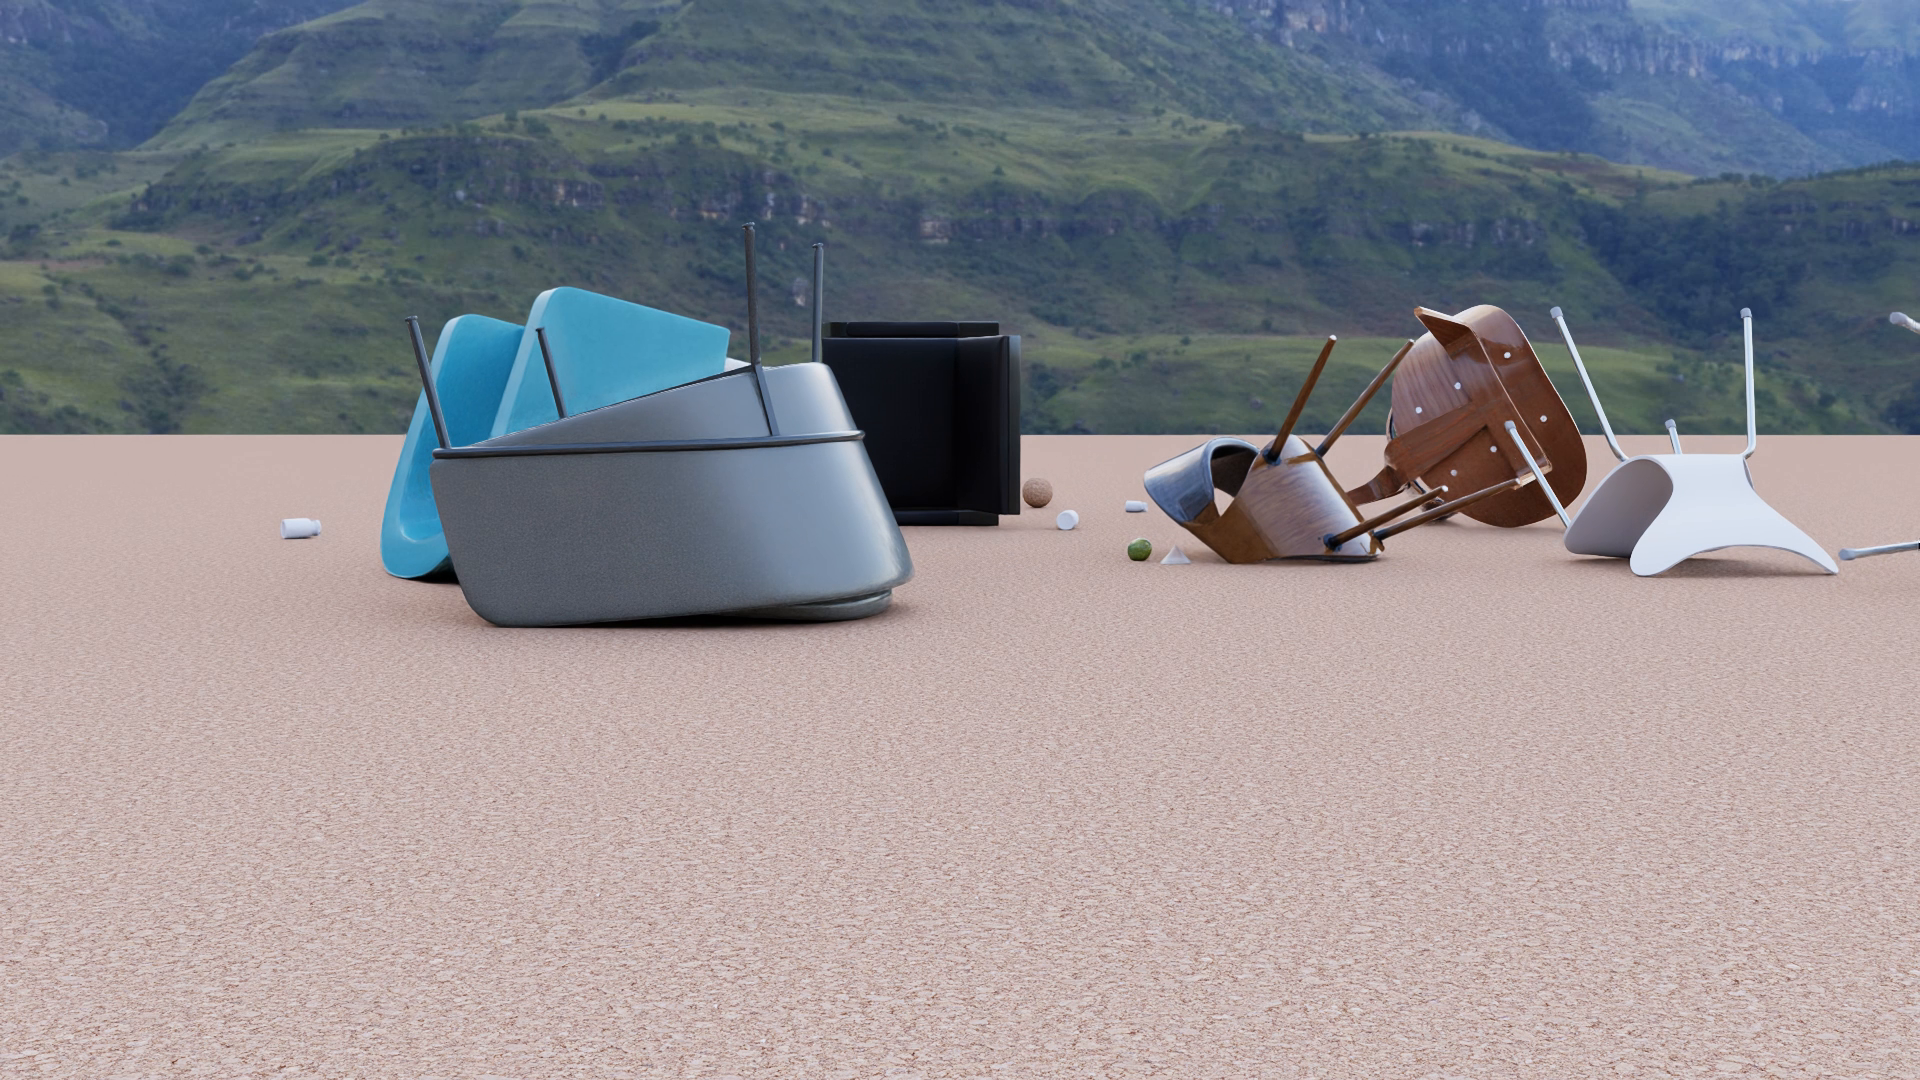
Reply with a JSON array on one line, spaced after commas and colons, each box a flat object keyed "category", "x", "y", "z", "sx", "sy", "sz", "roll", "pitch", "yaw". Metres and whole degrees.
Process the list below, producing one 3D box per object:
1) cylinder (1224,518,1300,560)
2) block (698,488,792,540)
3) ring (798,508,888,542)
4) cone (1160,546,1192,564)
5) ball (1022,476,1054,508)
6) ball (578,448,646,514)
[{"category": "cylinder", "x": 0.801, "y": -0.004, "z": 5.844, "sx": 0.187, "sy": 0.103, "sz": 0.108, "roll": -14, "pitch": 12, "yaw": -42}, {"category": "block", "x": -0.656, "y": -0.083, "z": 6.690, "sx": 0.255, "sy": 0.146, "sz": 0.162, "roll": -1, "pitch": 4, "yaw": -18}, {"category": "ring", "x": -0.352, "y": -0.047, "z": 6.623, "sx": 0.272, "sy": 0.085, "sz": 0.352, "roll": 1, "pitch": 5, "yaw": 3}, {"category": "cone", "x": 0.557, "y": 0.036, "z": 5.676, "sx": 0.077, "sy": 0.047, "sz": 0.122, "roll": 2, "pitch": 4, "yaw": 28}, {"category": "ball", "x": 0.293, "y": -0.181, "z": 8.325, "sx": 0.118, "sy": 0.118, "sz": 0.118, "roll": 0, "pitch": 4, "yaw": 0}, {"category": "ball", "x": -1.242, "y": -0.210, "z": 7.864, "sx": 0.239, "sy": 0.239, "sz": 0.239, "roll": 0, "pitch": 4, "yaw": 0}]
